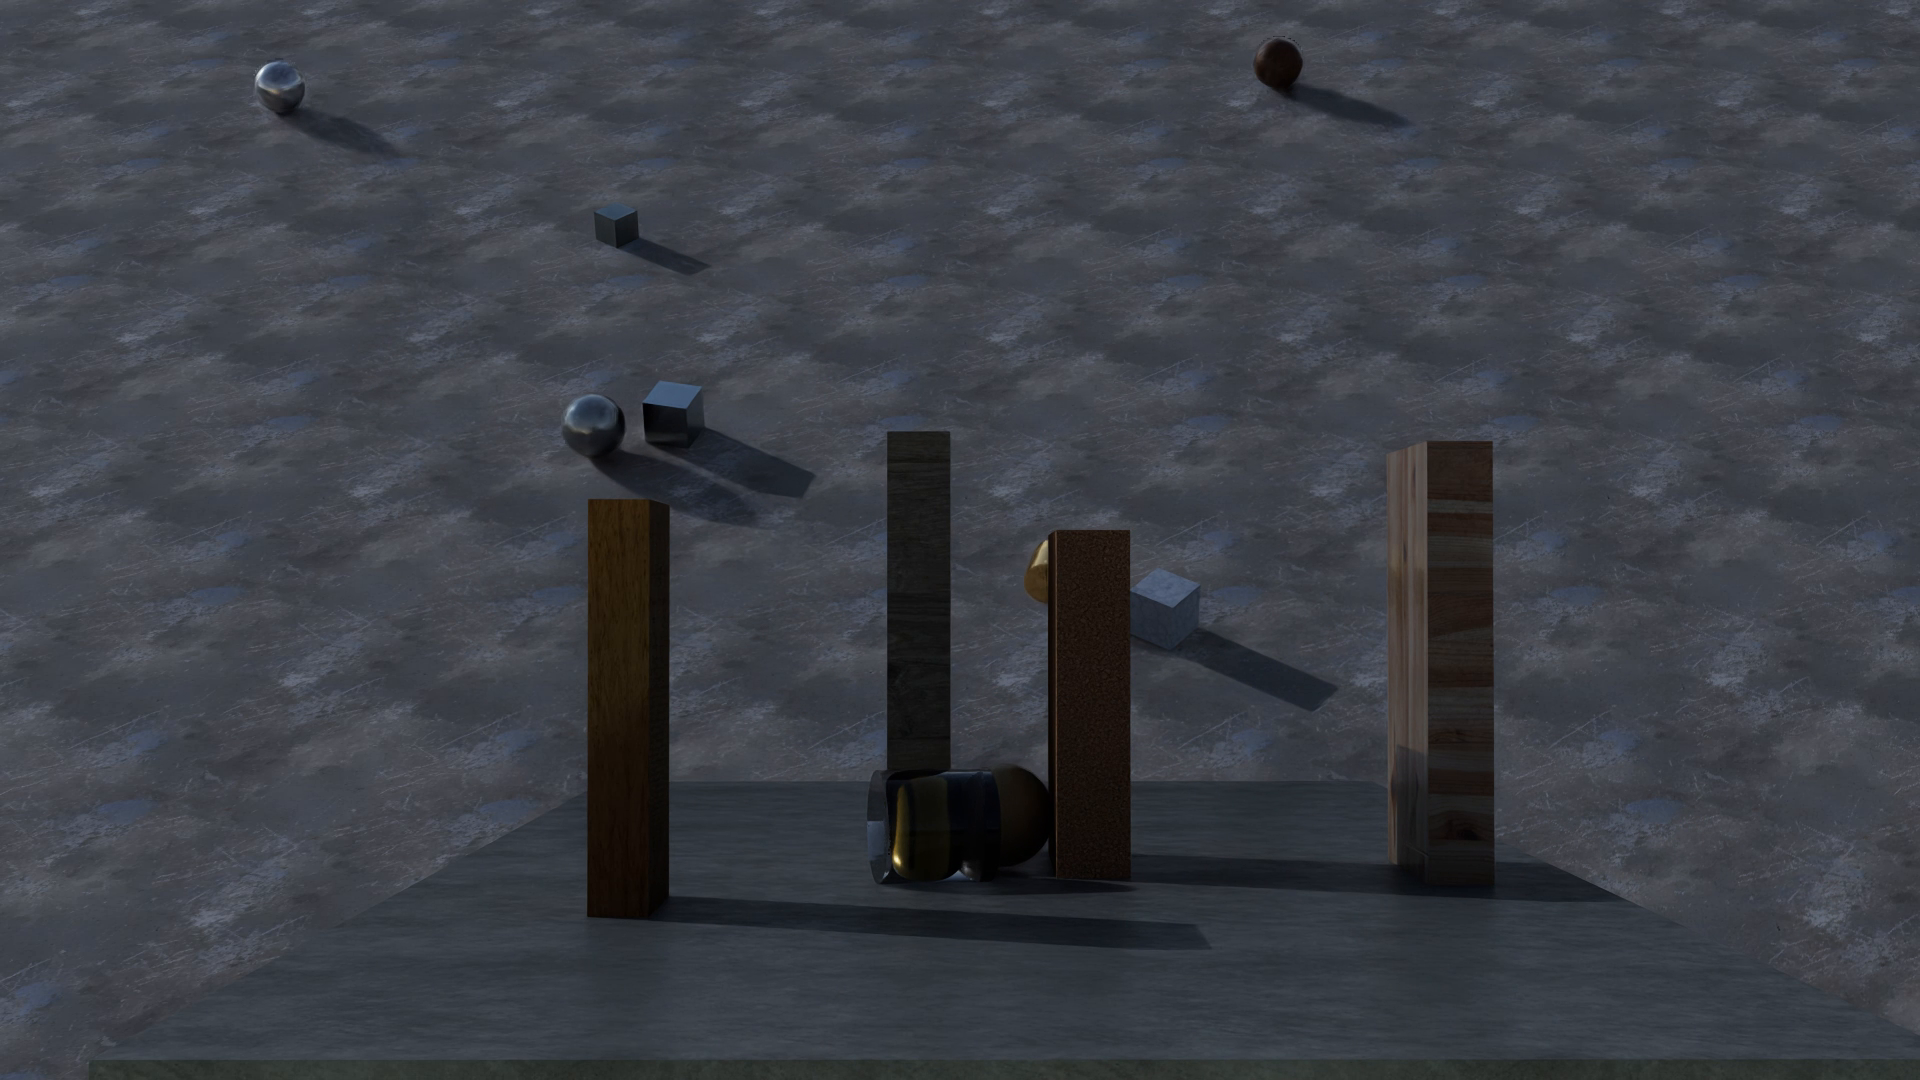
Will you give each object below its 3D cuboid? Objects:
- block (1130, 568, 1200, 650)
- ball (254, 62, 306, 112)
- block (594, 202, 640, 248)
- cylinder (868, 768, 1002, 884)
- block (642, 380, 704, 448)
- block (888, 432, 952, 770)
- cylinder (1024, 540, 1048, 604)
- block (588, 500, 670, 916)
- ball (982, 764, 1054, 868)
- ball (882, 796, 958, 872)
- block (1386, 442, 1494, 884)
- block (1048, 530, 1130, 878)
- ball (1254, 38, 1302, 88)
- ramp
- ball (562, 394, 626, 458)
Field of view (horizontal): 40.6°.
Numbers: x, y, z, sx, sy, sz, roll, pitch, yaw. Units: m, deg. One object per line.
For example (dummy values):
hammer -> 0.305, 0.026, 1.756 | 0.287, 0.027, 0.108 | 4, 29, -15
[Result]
block -> 0.585, 0.197, 7.437 | 0.147, 0.147, 0.147 | 22, 39, 30
ball -> -2.758, -1.837, 10.512 | 0.204, 0.204, 0.204 | 0, 33, 0
block -> -1.265, -1.161, 9.556 | 0.112, 0.112, 0.112 | 26, 41, 34
cylinder -> -0.046, 0.488, 4.426 | 0.194, 0.194, 0.194 | 0, 32, -12
block -> -0.922, -0.404, 8.360 | 0.148, 0.148, 0.148 | 9, 34, 13
block -> -0.074, 0.200, 4.858 | 0.114, 0.784, 0.399 | 0, -1, 0
cylinder -> 0.270, 0.092, 7.607 | 0.138, 0.138, 0.138 | 8, 34, 12
block -> -0.522, 0.259, 4.104 | 0.094, 0.638, 0.277 | 0, -1, 0
ball -> 0.075, 0.493, 4.644 | 0.185, 0.185, 0.185 | 0, 33, 0
ball -> -0.071, 0.520, 4.585 | 0.135, 0.135, 0.135 | 0, 33, 0
block -> 0.848, 0.212, 4.601 | 0.112, 0.751, 0.415 | 0, -1, 0
block -> 0.231, 0.288, 4.710 | 0.128, 0.603, 0.433 | 0, -1, 0
ball -> 1.313, -1.969, 10.717 | 0.200, 0.200, 0.200 | 0, 33, 0
ramp -> 0.073, 0.640, 4.756 | 2.000, 0.100, 4.000 | 0, -1, 0
ball -> -1.163, -0.364, 8.249 | 0.202, 0.202, 0.202 | 0, 33, 0
